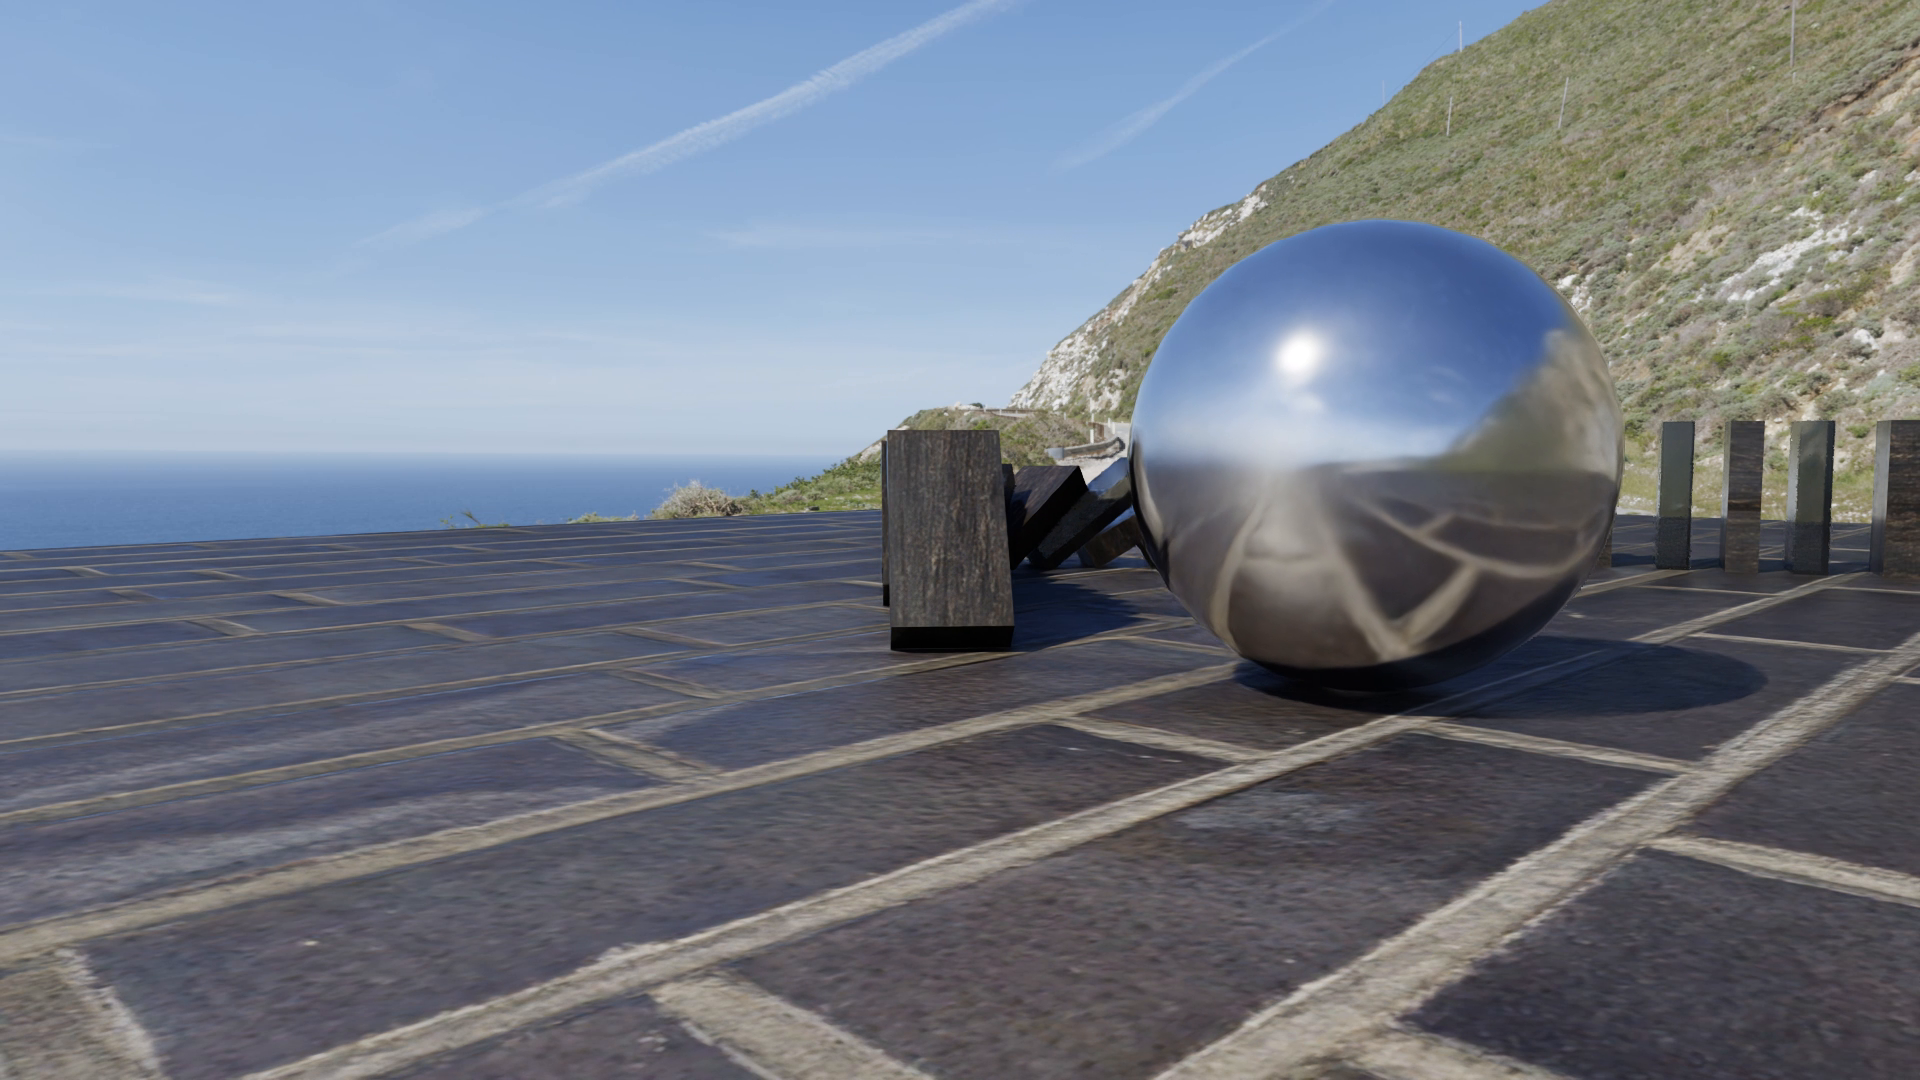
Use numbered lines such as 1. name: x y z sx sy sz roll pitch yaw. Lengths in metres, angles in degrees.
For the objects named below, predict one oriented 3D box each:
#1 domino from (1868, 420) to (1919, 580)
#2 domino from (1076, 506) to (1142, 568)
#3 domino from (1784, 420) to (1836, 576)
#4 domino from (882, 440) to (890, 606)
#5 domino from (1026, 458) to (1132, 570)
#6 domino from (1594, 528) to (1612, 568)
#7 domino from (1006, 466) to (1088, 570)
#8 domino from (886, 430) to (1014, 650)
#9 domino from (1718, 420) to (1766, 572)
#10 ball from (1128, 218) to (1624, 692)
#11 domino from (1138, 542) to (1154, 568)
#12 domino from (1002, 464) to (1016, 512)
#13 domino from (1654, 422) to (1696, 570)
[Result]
1. domino: 0.303 -0.014 0.415 0.009 0.050 0.025 2 5 27
2. domino: 0.065 -0.008 0.451 0.050 0.009 0.025 -31 7 -4
3. domino: 0.282 -0.014 0.426 0.010 0.050 0.025 2 5 27
4. domino: -0.009 -0.005 0.350 0.025 0.050 0.009 0 -38 -4
5. domino: 0.045 -0.010 0.450 0.050 0.009 0.025 -39 13 -9
6. domino: 0.226 -0.016 0.454 0.009 0.050 0.025 2 5 26
7. domino: 0.021 -0.009 0.449 0.025 0.010 0.050 2 36 41
8. domino: -0.003 -0.001 0.277 0.025 0.050 0.009 0 -33 -4
9. domino: 0.265 -0.015 0.435 0.010 0.050 0.025 2 5 27
10. ball: 0.069 -0.014 0.221 0.080 0.080 0.080 0 4 0
11. domino: 0.086 -0.008 0.443 0.050 0.009 0.025 -31 -2 11
12. domino: 0.001 -0.008 0.433 0.025 0.009 0.050 1 38 15
13. domino: 0.247 -0.016 0.444 0.009 0.050 0.025 2 5 26
